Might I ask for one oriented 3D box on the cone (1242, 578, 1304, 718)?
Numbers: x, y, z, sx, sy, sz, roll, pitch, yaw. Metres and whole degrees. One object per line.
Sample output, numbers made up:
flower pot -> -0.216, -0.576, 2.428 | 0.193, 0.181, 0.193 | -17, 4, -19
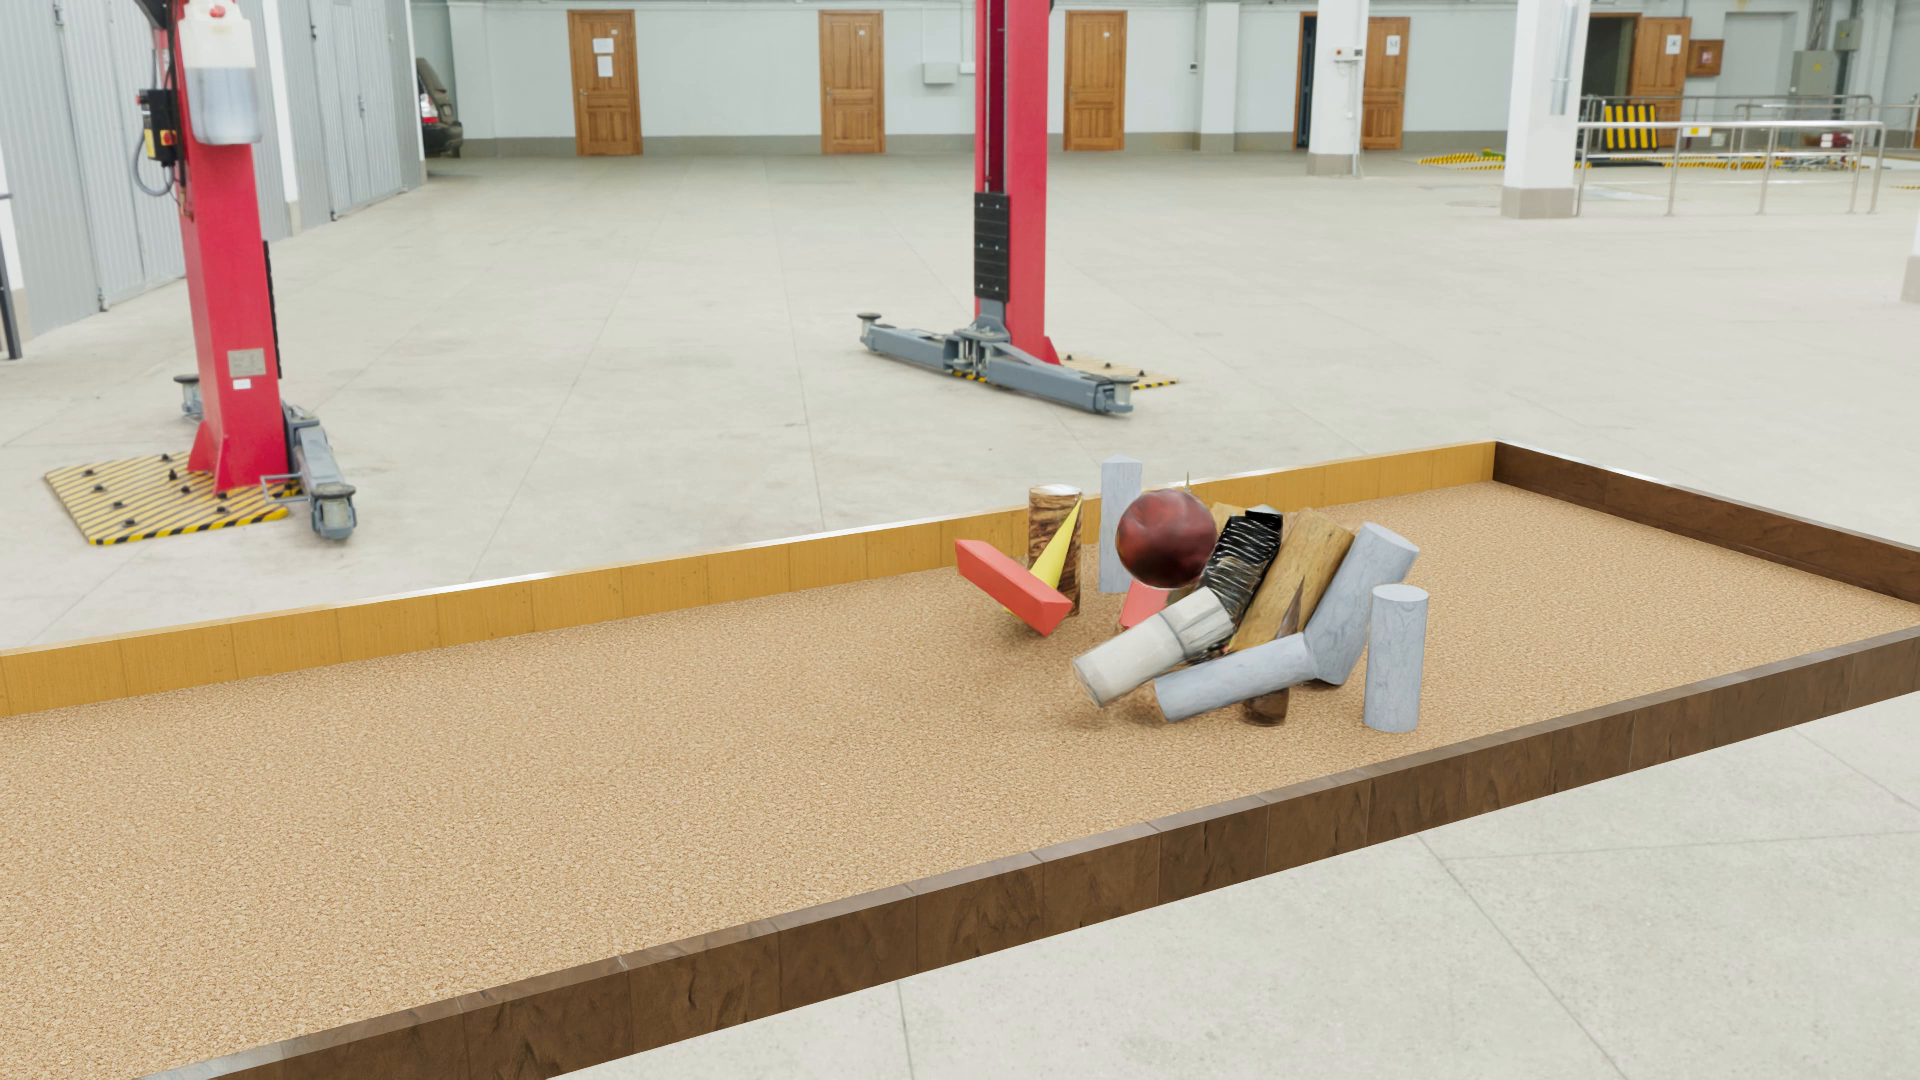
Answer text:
cone -> 0.766, 0.241, 3.897 | 0.106, 0.343, 0.106 | 16, 4, -1

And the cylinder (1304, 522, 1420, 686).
cylinder -> 0.977, 0.158, 4.091 | 0.149, 0.383, 0.149 | 24, 15, -7

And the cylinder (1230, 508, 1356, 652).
cylinder -> 0.841, 0.128, 4.175 | 0.154, 0.396, 0.154 | 28, 8, -4

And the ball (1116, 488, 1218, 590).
ball -> 0.538, -0.001, 4.293 | 0.266, 0.266, 0.266 | 0, 16, 0

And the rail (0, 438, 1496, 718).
rail -> -3.305, 0.497, 3.399 | 12.000, 0.150, 0.050 | -9, 18, -27

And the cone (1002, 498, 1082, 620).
cone -> 0.255, 0.049, 4.506 | 0.132, 0.373, 0.132 | 25, -5, 2

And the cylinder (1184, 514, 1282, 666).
cylinder -> 0.666, 0.137, 4.177 | 0.143, 0.382, 0.143 | 27, -5, 2

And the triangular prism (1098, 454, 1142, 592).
triangular prism -> 0.462, -0.049, 4.824 | 0.115, 0.392, 0.099 | -1, 16, -3

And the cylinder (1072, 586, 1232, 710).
cylinder -> 0.455, 0.254, 3.901 | 0.365, 0.129, 0.129 | -29, 21, -6

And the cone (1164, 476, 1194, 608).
cone -> 0.625, 0.010, 4.575 | 0.114, 0.421, 0.114 | 0, 16, 0

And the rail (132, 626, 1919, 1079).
rail -> -2.336, 1.006, 1.665 | 12.000, 0.150, 0.050 | -9, 18, -27

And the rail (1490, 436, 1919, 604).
rail -> 2.466, -0.048, 5.253 | 0.050, 0.150, 2.100 | -9, 18, -27

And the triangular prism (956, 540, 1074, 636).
triangular prism -> 0.125, 0.105, 4.439 | 0.397, 0.113, 0.098 | 35, -7, 45

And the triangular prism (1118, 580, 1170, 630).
triangular prism -> 0.520, 0.106, 4.467 | 0.103, 0.303, 0.089 | 19, -10, 2

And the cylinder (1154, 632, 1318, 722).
cylinder -> 0.642, 0.321, 3.839 | 0.359, 0.111, 0.111 | -19, 12, 16

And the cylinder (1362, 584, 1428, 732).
cylinder -> 1.015, 0.276, 3.847 | 0.126, 0.321, 0.126 | 0, 16, 0

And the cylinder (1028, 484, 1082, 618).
cylinder -> 0.265, 0.030, 4.620 | 0.150, 0.350, 0.150 | 0, 14, 0

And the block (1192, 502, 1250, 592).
block -> 0.691, 0.094, 4.401 | 0.109, 0.370, 0.109 | 12, -24, 12

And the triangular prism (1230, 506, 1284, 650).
triangular prism -> 0.781, 0.100, 4.340 | 0.101, 0.377, 0.087 | 6, 15, 9
